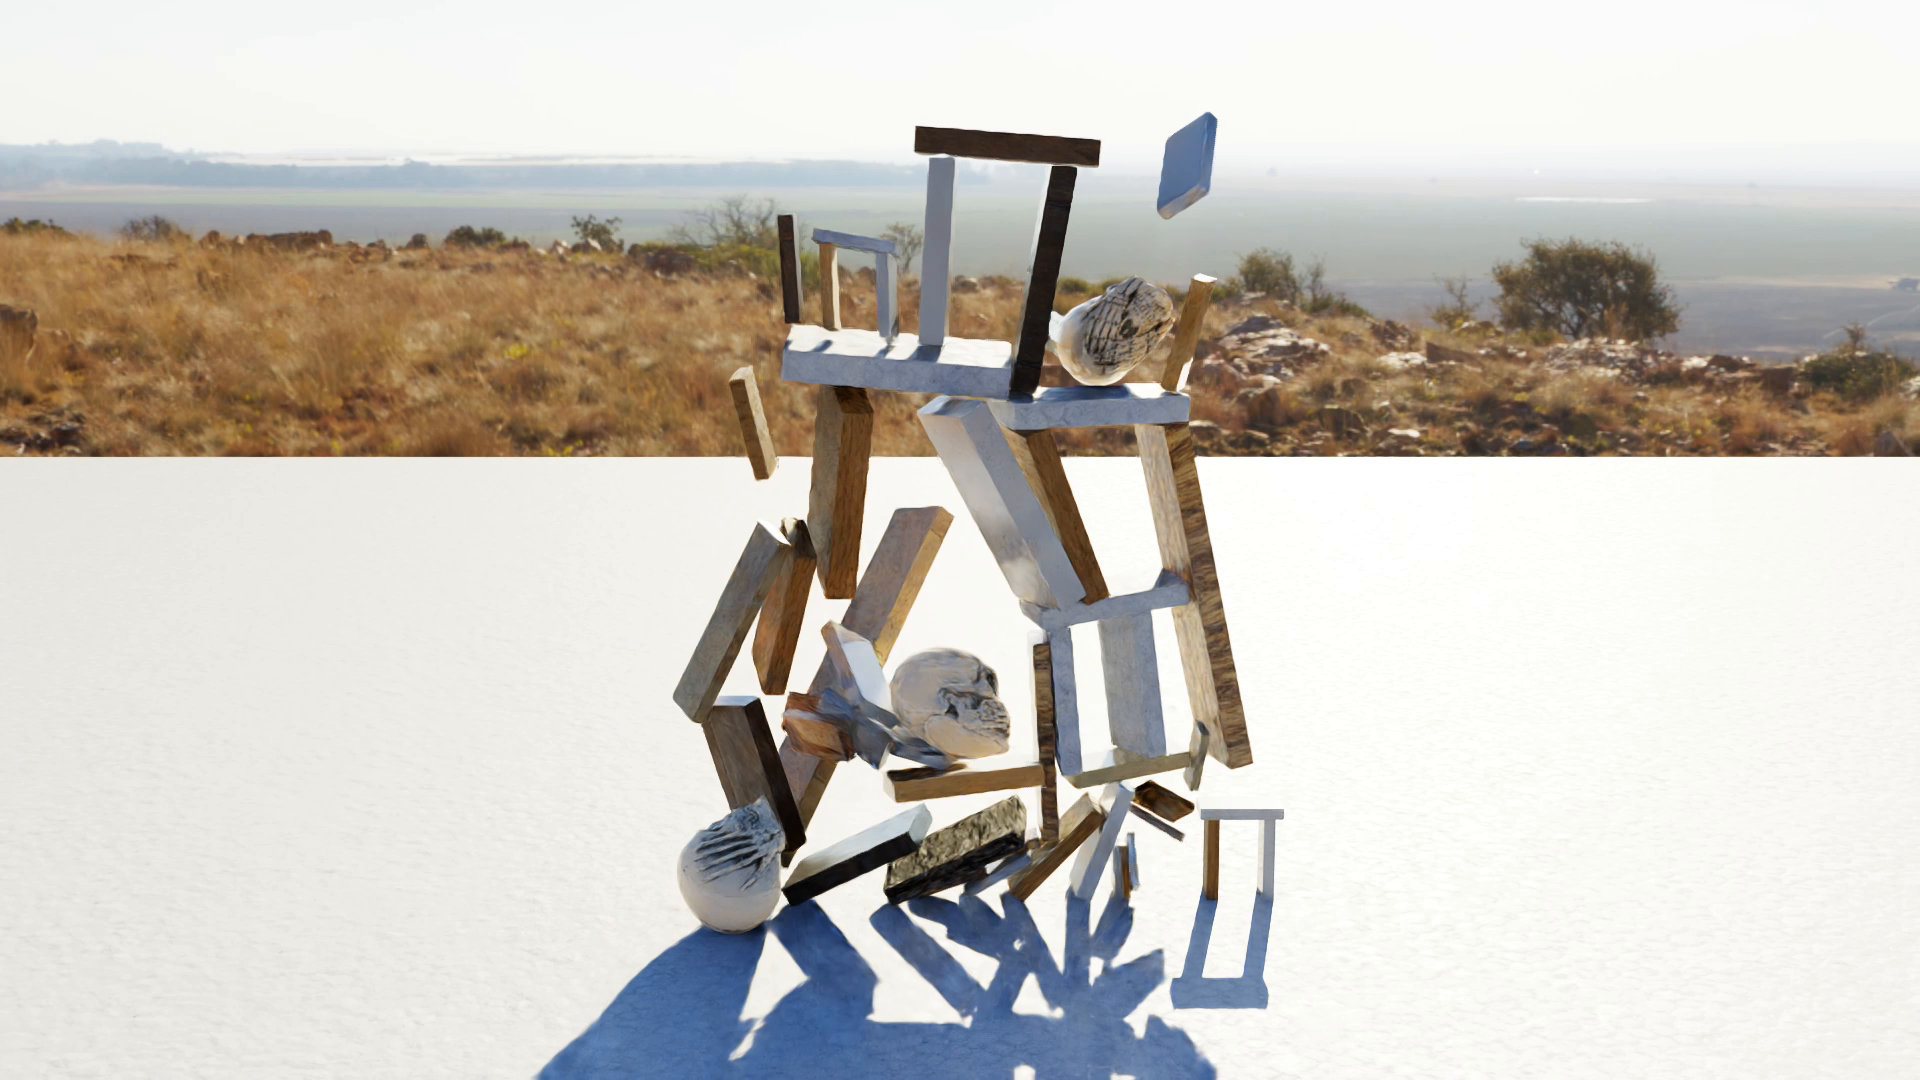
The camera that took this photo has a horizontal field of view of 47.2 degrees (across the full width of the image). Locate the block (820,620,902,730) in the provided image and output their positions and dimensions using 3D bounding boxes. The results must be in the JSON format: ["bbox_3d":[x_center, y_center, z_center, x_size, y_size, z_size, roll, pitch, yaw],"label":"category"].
[{"bbox_3d":[-0.165,0.223,3.664,0.097,0.027,0.194,32,22,-40],"label":"block"}]

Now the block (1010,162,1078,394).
[{"bbox_3d":[0.129,-0.413,3.465,0.040,0.354,0.143,10,8,-3],"label":"block"}]

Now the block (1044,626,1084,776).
[{"bbox_3d":[0.167,0.247,3.605,0.035,0.250,0.125,-6,14,-3],"label":"block"}]

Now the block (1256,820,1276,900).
[{"bbox_3d":[0.510,0.522,3.659,0.020,0.138,0.069,0,11,0],"label":"block"}]

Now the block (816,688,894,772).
[{"bbox_3d":[-0.176,0.312,3.628,0.142,0.071,0.020,37,47,18],"label":"block"}]

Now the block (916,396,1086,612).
[{"bbox_3d":[0.065,-0.059,3.474,0.050,0.354,0.177,-34,18,-17],"label":"block"}]

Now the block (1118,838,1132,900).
[{"bbox_3d":[0.274,0.545,3.655,0.013,0.092,0.046,-5,11,0],"label":"block"}]

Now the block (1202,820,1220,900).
[{"bbox_3d":[0.418,0.522,3.659,0.020,0.138,0.069,0,11,0],"label":"block"}]

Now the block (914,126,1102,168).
[{"bbox_3d":[0.074,-0.613,3.429,0.285,0.040,0.143,4,9,1],"label":"block"}]

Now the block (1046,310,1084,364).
[{"bbox_3d":[0.177,-0.400,4.213,0.026,0.091,0.183,-29,-17,17],"label":"block"}]

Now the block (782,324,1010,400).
[{"bbox_3d":[-0.098,-0.284,3.491,0.354,0.050,0.177,5,18,0],"label":"block"}]

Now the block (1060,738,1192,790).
[{"bbox_3d":[0.274,0.371,3.657,0.199,0.028,0.099,-10,10,-11],"label":"block"}]

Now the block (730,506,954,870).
[{"bbox_3d":[-0.205,0.250,3.888,0.038,0.708,0.133,39,-25,-32],"label":"block"}]

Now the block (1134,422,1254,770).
[{"bbox_3d":[0.383,0.083,3.610,0.042,0.581,0.147,-15,13,-13],"label":"block"}]

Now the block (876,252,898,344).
[{"bbox_3d":[-0.114,-0.380,3.461,0.019,0.133,0.067,-3,-4,10],"label":"block"}]

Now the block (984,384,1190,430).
[{"bbox_3d":[0.201,-0.213,3.495,0.293,0.042,0.147,-4,13,-17],"label":"block"}]

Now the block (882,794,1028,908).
[{"bbox_3d":[-0.007,0.511,3.626,0.246,0.035,0.123,-26,18,14],"label":"block"}]

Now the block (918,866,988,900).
[{"bbox_3d":[-0.017,0.563,3.663,0.121,0.017,0.061,-19,9,-6],"label":"block"}]

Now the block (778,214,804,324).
[{"bbox_3d":[-0.267,-0.426,3.465,0.024,0.169,0.085,-3,6,1],"label":"block"}]

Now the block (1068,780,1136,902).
[{"bbox_3d":[0.235,0.492,3.662,0.028,0.199,0.099,20,8,-7],"label":"block"}]

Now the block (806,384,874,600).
[{"bbox_3d":[-0.201,-0.101,3.626,0.050,0.365,0.177,-3,36,-15],"label":"block"}]

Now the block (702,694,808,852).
[{"bbox_3d":[-0.349,0.388,3.666,0.133,0.266,0.038,-2,20,46],"label":"block"}]

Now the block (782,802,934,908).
[{"bbox_3d":[-0.168,0.518,3.621,0.246,0.035,0.123,-27,9,17],"label":"block"}]

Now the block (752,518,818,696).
[{"bbox_3d":[-0.294,0.111,3.662,0.038,0.266,0.133,6,28,-18],"label":"block"}]

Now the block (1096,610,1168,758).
[{"bbox_3d":[0.283,0.227,3.648,0.035,0.250,0.125,-12,11,-25],"label":"block"}]

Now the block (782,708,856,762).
[{"bbox_3d":[-0.236,0.325,3.659,0.142,0.071,0.020,6,30,47],"label":"block"}]

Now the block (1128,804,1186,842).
[{"bbox_3d":[0.324,0.469,3.644,0.105,0.015,0.053,30,-7,4],"label":"block"}]

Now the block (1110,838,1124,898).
[{"bbox_3d":[0.259,0.544,3.661,0.013,0.092,0.046,-6,11,-3],"label":"block"}]

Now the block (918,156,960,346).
[{"bbox_3d":[-0.033,-0.454,3.452,0.040,0.285,0.143,4,8,2],"label":"block"}]

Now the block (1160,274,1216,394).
[{"bbox_3d":[0.363,-0.329,3.504,0.026,0.183,0.091,18,14,11],"label":"block"}]

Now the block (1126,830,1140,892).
[{"bbox_3d":[0.286,0.532,3.638,0.013,0.092,0.046,-5,-22,0],"label":"block"}]

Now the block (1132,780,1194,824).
[{"bbox_3d":[0.335,0.436,3.666,0.105,0.015,0.053,30,-47,-29],"label":"block"}]

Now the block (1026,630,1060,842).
[{"bbox_3d":[0.137,0.322,3.623,0.027,0.335,0.097,-4,12,-3],"label":"block"}]

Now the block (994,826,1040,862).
[{"bbox_3d":[0.073,0.514,3.667,0.121,0.017,0.061,-19,9,3],"label":"block"}]

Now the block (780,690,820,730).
[{"bbox_3d":[-0.231,0.306,3.770,0.142,0.020,0.071,12,48,-2],"label":"block"}]

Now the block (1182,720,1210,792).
[{"bbox_3d":[0.391,0.358,3.637,0.015,0.105,0.053,5,20,-10],"label":"block"}]

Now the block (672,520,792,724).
[{"bbox_3d":[-0.378,0.136,3.625,0.024,0.340,0.085,18,14,-38],"label":"block"}]

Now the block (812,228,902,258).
[{"bbox_3d":[-0.162,-0.469,3.475,0.133,0.019,0.067,10,1,7],"label":"block"}]

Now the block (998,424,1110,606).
[{"bbox_3d":[0.151,-0.049,3.518,0.042,0.293,0.147,-24,17,-10],"label":"block"}]

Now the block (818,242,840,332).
[{"bbox_3d":[-0.206,-0.399,3.477,0.019,0.133,0.067,-3,1,4],"label":"block"}]

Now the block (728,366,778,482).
[{"bbox_3d":[-0.333,-0.188,3.546,0.024,0.169,0.085,-11,16,7],"label":"block"}]

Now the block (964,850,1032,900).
[{"bbox_3d":[0.062,0.551,3.664,0.121,0.017,0.061,-30,10,5],"label":"block"}]

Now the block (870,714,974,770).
[{"bbox_3d":[-0.085,0.330,3.665,0.194,0.027,0.097,14,22,28],"label":"block"}]

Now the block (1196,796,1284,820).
[{"bbox_3d":[0.464,0.444,3.645,0.138,0.020,0.069,0,11,0],"label":"block"}]

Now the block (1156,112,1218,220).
[{"bbox_3d":[0.368,-0.606,3.557,0.026,0.183,0.091,37,-46,-27],"label":"block"}]

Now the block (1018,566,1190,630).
[{"bbox_3d":[0.234,0.094,3.592,0.250,0.035,0.125,-10,14,-14],"label":"block"}]

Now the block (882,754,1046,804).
[{"bbox_3d":[0.004,0.389,3.588,0.246,0.035,0.123,-6,3,-11],"label":"block"}]

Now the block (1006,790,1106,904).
[{"bbox_3d":[0.158,0.510,3.659,0.028,0.199,0.099,44,5,-10],"label":"block"}]
